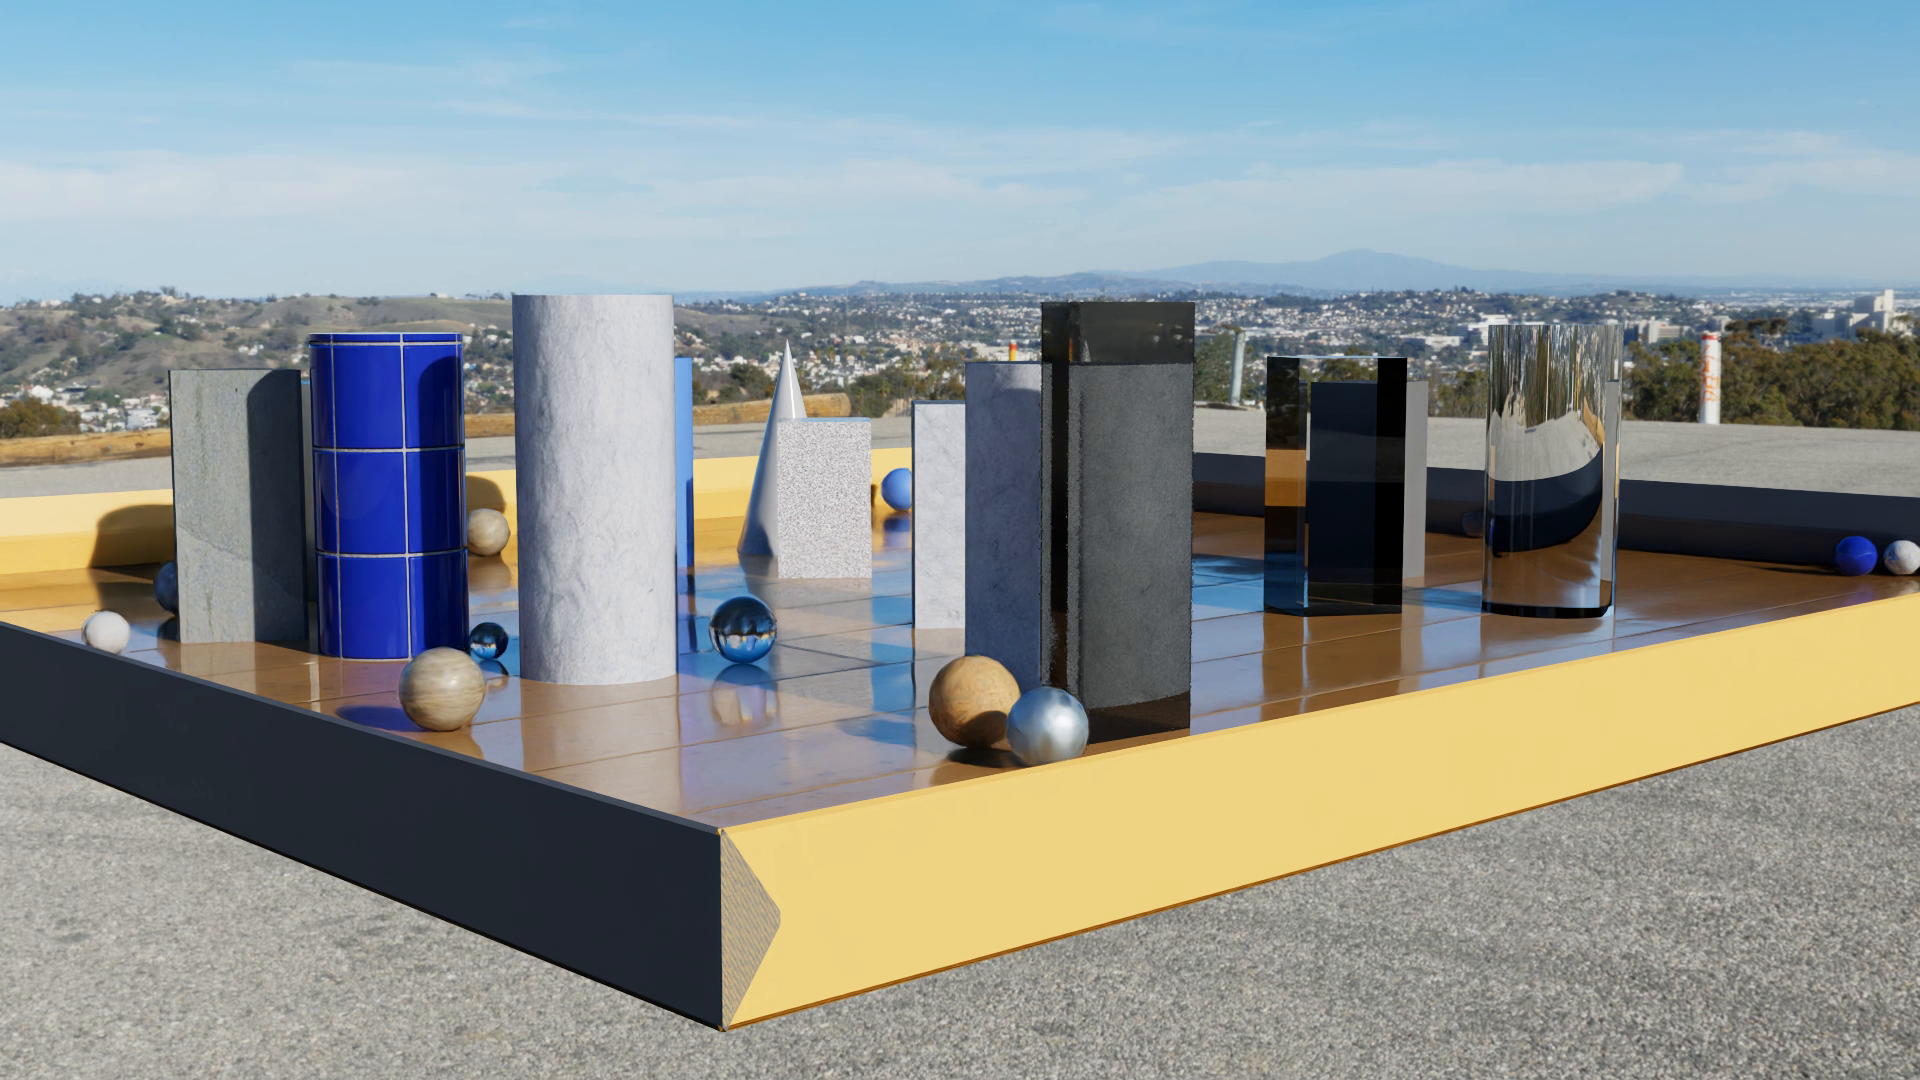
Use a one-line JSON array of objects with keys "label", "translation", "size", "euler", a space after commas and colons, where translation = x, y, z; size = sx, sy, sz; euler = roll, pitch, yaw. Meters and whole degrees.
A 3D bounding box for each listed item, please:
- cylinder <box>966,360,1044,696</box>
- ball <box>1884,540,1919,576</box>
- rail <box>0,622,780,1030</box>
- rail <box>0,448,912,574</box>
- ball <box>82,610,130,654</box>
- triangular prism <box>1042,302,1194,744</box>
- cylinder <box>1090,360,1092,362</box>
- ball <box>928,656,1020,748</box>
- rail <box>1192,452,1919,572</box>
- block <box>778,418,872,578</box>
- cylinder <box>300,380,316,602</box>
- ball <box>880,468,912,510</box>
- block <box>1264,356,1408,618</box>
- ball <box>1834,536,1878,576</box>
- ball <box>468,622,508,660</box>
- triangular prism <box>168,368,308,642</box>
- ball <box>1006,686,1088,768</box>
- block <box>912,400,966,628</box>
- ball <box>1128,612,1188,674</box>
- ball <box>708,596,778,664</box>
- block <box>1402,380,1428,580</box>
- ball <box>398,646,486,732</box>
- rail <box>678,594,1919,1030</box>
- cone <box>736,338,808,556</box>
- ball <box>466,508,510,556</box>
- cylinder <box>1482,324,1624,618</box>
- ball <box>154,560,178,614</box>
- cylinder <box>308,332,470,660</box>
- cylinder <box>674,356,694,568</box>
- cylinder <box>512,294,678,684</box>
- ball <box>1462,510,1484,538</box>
[{"label": "cylinder", "translation": [0.103, -0.016, 2.580], "size": [0.193, 0.382, 0.193], "euler": [0, 6, 0]}, {"label": "ball", "translation": [1.579, 0.030, 3.683], "size": [0.060, 0.060, 0.060], "euler": [0, 6, 0]}, {"label": "rail", "translation": [-1.054, 0.134, 2.364], "size": [0.045, 0.126, 2.729], "euler": [-6, 8, -42]}, {"label": "rail", "translation": [-0.909, -0.070, 4.312], "size": [2.917, 0.126, 0.045], "euler": [-6, 8, -42]}, {"label": "ball", "translation": [-1.099, 0.120, 2.831], "size": [0.058, 0.058, 0.058], "euler": [0, 6, 0]}, {"label": "triangular prism", "translation": [0.135, -0.025, 2.332], "size": [0.167, 0.452, 0.145], "euler": [-5, 8, -38]}, {"label": "cylinder", "translation": [0.211, -0.166, 4.186], "size": [0.193, 0.344, 0.193], "euler": [0, 6, 0]}, {"label": "ball", "translation": [0.015, 0.164, 2.236], "size": [0.095, 0.095, 0.095], "euler": [0, 6, 0]}, {"label": "rail", "translation": [1.054, -0.069, 4.300], "size": [0.045, 0.126, 2.729], "euler": [-6, 8, -42]}, {"label": "block", "translation": [-0.229, -0.074, 3.719], "size": [0.155, 0.259, 0.155], "euler": [0, 6, -3]}, {"label": "cylinder", "translation": [-1.014, -0.080, 3.431], "size": [0.193, 0.331, 0.193], "euler": [0, 6, 0]}, {"label": "ball", "translation": [-0.129, -0.112, 4.866], "size": [0.094, 0.094, 0.094], "euler": [0, 6, 0]}, {"label": "block", "translation": [0.554, -0.084, 3.263], "size": [0.155, 0.374, 0.155], "euler": [-2, 6, -14]}, {"label": "ball", "translation": [1.494, 0.027, 3.669], "size": [0.069, 0.069, 0.069], "euler": [0, 6, 0]}, {"label": "ball", "translation": [-0.600, 0.128, 2.798], "size": [0.049, 0.049, 0.049], "euler": [0, 6, 0]}, {"label": "triangular prism", "translation": [-0.976, -0.052, 3.011], "size": [0.167, 0.364, 0.145], "euler": [-1, 6, -9]}, {"label": "ball", "translation": [0.085, 0.182, 2.132], "size": [0.080, 0.080, 0.080], "euler": [0, 6, 0]}, {"label": "block", "translation": [0.010, -0.040, 3.141], "size": [0.155, 0.313, 0.155], "euler": [0, 6, -3]}, {"label": "ball", "translation": [0.242, 0.127, 2.692], "size": [0.075, 0.075, 0.075], "euler": [0, 6, 0]}, {"label": "ball", "translation": [-0.273, 0.113, 2.768], "size": [0.086, 0.086, 0.086], "euler": [0, 6, 0]}, {"label": "block", "translation": [0.669, -0.102, 3.666], "size": [0.155, 0.326, 0.155], "euler": [6, 8, 42]}, {"label": "ball", "translation": [-0.548, 0.158, 2.326], "size": [0.089, 0.089, 0.089], "euler": [0, 6, 0]}, {"label": "rail", "translation": [0.909, 0.136, 2.352], "size": [2.917, 0.126, 0.045], "euler": [-6, 8, -42]}, {"label": "cone", "translation": [-0.318, -0.177, 4.066], "size": [0.193, 0.390, 0.193], "euler": [0, 6, 0]}, {"label": "ball", "translation": [-0.856, -0.014, 3.966], "size": [0.087, 0.087, 0.087], "euler": [0, 6, 0]}, {"label": "cylinder", "translation": [0.874, -0.106, 3.245], "size": [0.193, 0.421, 0.193], "euler": [0, 6, 0]}, {"label": "ball", "translation": [-1.134, 0.069, 3.209], "size": [0.081, 0.081, 0.081], "euler": [0, 6, 0]}, {"label": "cylinder", "translation": [-0.743, -0.062, 2.867], "size": [0.193, 0.413, 0.193], "euler": [0, 6, 0]}, {"label": "cylinder", "translation": [-0.563, -0.137, 3.838], "size": [0.193, 0.360, 0.193], "euler": [0, 6, 0]}, {"label": "cylinder", "translation": [-0.444, -0.067, 2.687], "size": [0.193, 0.461, 0.193], "euler": [0, 6, 0]}, {"label": "ball", "translation": [1.010, -0.033, 4.302], "size": [0.055, 0.055, 0.055], "euler": [0, 6, 0]}]
